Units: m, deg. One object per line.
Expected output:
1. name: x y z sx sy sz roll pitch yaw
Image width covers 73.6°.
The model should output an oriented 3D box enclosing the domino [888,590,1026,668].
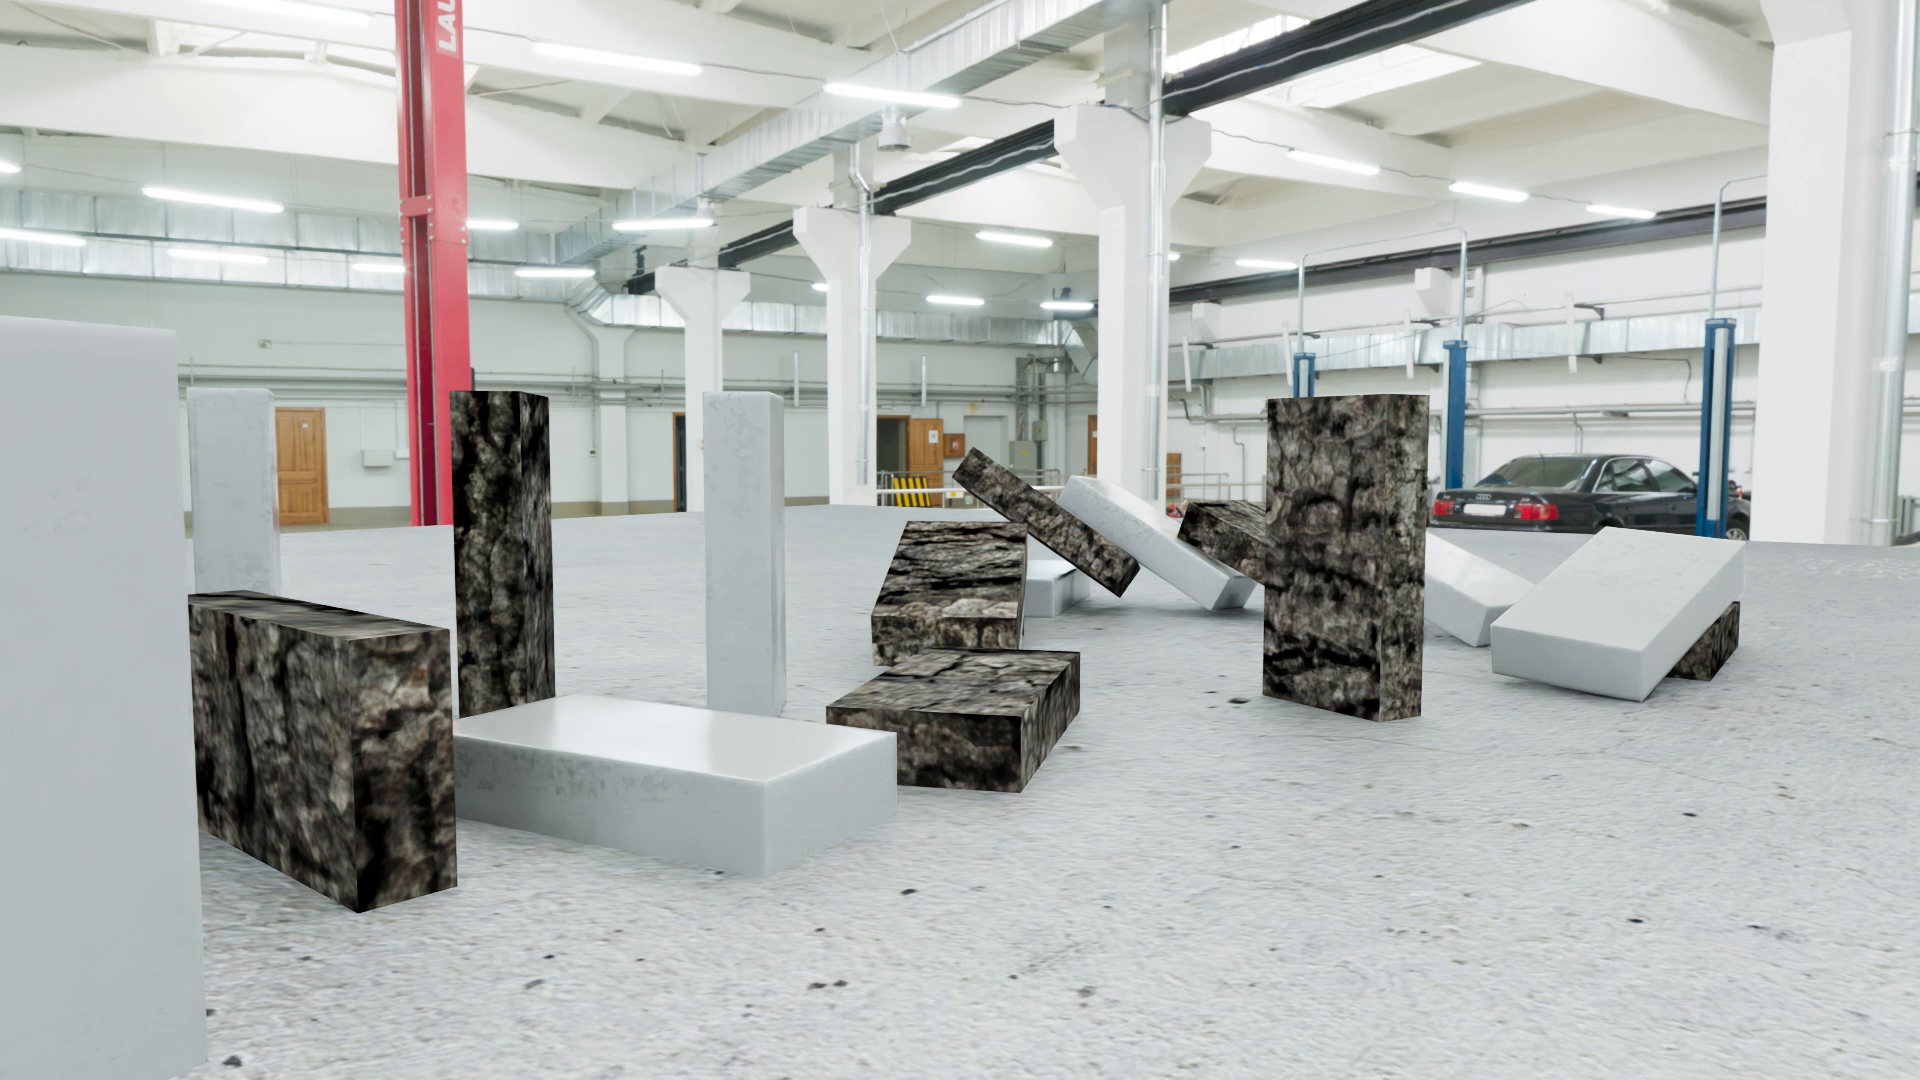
1. domino: 0.001 0.011 0.266 0.025 0.010 0.050 0 20 4

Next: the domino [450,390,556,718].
1. domino: -0.069 0.003 0.196 0.009 0.050 0.025 -1 4 -9

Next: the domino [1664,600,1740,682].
1. domino: 0.139 0.019 0.257 0.025 0.009 0.050 3 5 36

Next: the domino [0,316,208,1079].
1. domino: -0.061 0.012 0.077 0.009 0.050 0.025 2 5 24

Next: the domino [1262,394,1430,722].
1. domino: 0.062 0.002 0.207 0.009 0.050 0.025 -3 5 -31

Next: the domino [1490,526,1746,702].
1. domino: 0.121 0.012 0.234 0.050 0.009 0.025 -26 24 -37

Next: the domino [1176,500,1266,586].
1. domino: 0.081 0.005 0.317 0.025 0.009 0.050 -4 28 -45

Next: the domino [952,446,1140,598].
1. domino: 0.023 -0.004 0.332 0.050 0.009 0.025 35 0 13

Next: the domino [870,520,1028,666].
1. domino: -0.001 0.009 0.244 0.025 0.010 0.050 1 20 5

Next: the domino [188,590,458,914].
1. domino: -0.070 0.020 0.135 0.050 0.025 0.009 4 6 41

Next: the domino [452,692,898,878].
1. domino: -0.035 0.027 0.148 0.050 0.010 0.025 2 5 28

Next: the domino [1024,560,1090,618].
1. domino: 0.018 0.012 0.340 0.025 0.009 0.050 1 4 16

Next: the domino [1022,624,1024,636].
1. domino: 0.002 0.009 0.303 0.025 0.010 0.050 -1 18 2

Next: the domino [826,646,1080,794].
1. domino: 0.001 0.024 0.183 0.025 0.010 0.050 1 4 14

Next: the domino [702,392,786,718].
1. domino: -0.033 0.003 0.199 0.009 0.050 0.025 0 4 -3

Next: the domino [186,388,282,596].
1. domino: -0.104 0.004 0.185 0.009 0.050 0.025 -2 5 -26

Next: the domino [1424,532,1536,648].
1. domino: 0.108 0.008 0.292 0.025 0.009 0.050 -2 23 -29

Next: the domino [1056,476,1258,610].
1. domino: 0.051 0.000 0.333 0.050 0.009 0.025 36 17 26
